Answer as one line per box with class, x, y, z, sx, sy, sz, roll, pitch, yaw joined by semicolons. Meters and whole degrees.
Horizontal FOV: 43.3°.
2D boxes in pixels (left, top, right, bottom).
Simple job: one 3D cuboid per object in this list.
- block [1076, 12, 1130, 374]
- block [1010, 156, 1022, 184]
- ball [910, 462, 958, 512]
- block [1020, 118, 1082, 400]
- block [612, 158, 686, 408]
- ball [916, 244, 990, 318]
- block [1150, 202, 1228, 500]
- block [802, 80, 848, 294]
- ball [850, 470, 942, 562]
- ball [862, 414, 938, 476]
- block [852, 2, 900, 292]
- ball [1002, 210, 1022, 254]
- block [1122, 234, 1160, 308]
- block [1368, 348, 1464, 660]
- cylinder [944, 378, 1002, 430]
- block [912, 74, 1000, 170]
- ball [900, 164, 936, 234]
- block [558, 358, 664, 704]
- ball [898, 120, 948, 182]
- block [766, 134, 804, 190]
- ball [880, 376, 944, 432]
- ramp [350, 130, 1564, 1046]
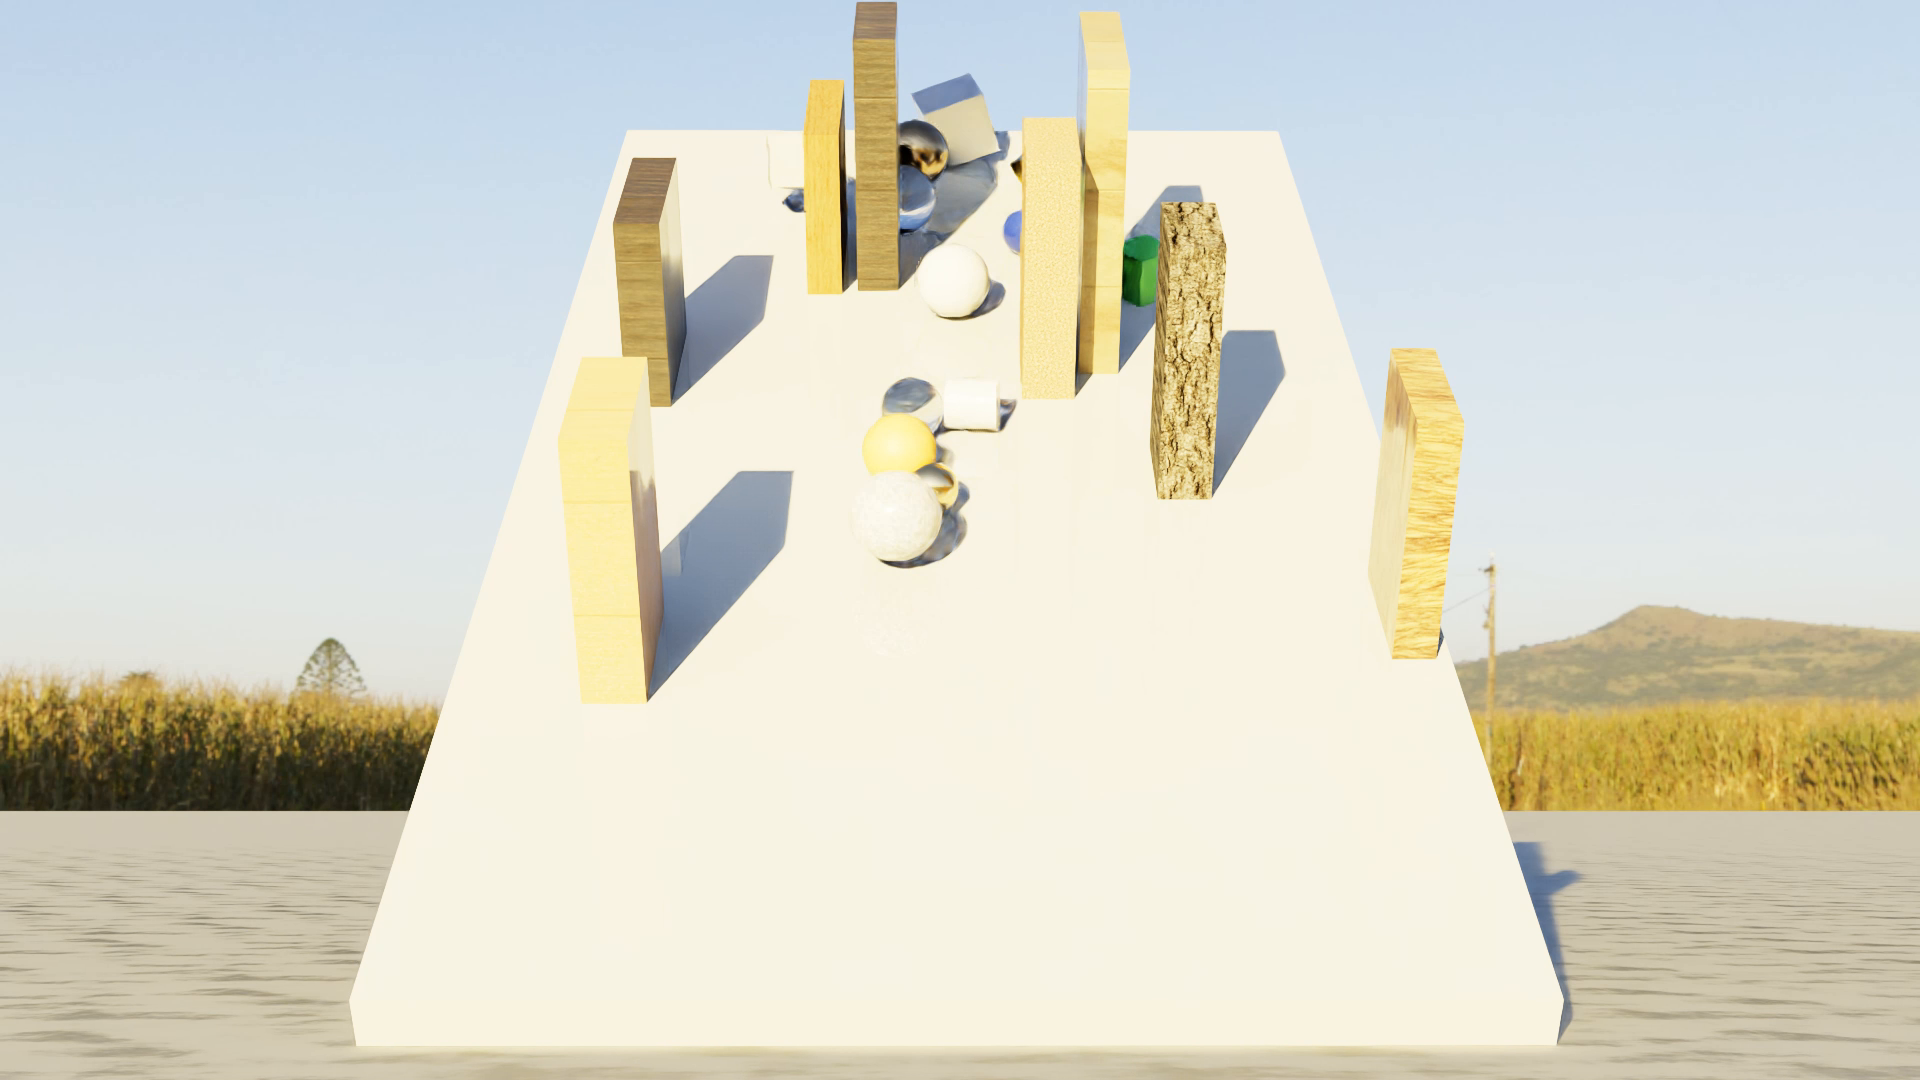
block;0.343;-0.856;5.974;0.097;0.784;0.425;0;30;0
block;0.282;-1.040;6.767;0.167;0.167;0.167;-43;18;-31
ball;-0.064;-0.114;5.359;0.120;0.120;0.120;0;-6;0
block;0.214;-0.677;5.836;0.126;0.614;0.282;0;30;0
block;-0.750;-0.630;5.886;0.108;0.475;0.417;0;30;0
ball;-0.017;-0.669;6.241;0.190;0.190;0.190;0;-6;0
block;0.505;-0.419;5.399;0.121;0.611;0.257;0;30;0
block;-0.357;-0.945;6.460;0.091;0.444;0.418;0;30;0
ball;-0.135;-0.051;5.128;0.195;0.195;0.195;0;-6;0
ball;-0.136;-0.201;5.459;0.170;0.170;0.170;0;-6;0
block;-0.217;-1.033;6.368;0.107;0.689;0.301;0;30;0
ball;0.176;-0.840;6.600;0.124;0.124;0.124;0;-6;0
block;0.482;-0.709;6.371;0.131;0.131;0.131;-21;36;-32
block;0.915;-0.074;4.885;0.089;0.535;0.331;0;30;0
cylinder;0.030;-0.322;5.706;0.122;0.122;0.122;2;-6;7
block;-0.015;-1.241;7.180;0.186;0.186;0.186;-20;32;-2
ball;-0.164;-0.944;6.707;0.194;0.194;0.194;0;-6;0
block;-0.676;-0.019;4.732;0.127;0.584;0.345;0;30;0
ball;-0.128;-1.091;6.825;0.187;0.187;0.187;0;-6;0
block;-0.462;-1.057;6.762;0.143;0.143;0.143;-4;7;-6
ball;-0.112;-0.307;5.661;0.149;0.149;0.149;0;-6;0
ramp;-0.013;-0.207;5.738;2.000;0.100;4.000;0;30;0
